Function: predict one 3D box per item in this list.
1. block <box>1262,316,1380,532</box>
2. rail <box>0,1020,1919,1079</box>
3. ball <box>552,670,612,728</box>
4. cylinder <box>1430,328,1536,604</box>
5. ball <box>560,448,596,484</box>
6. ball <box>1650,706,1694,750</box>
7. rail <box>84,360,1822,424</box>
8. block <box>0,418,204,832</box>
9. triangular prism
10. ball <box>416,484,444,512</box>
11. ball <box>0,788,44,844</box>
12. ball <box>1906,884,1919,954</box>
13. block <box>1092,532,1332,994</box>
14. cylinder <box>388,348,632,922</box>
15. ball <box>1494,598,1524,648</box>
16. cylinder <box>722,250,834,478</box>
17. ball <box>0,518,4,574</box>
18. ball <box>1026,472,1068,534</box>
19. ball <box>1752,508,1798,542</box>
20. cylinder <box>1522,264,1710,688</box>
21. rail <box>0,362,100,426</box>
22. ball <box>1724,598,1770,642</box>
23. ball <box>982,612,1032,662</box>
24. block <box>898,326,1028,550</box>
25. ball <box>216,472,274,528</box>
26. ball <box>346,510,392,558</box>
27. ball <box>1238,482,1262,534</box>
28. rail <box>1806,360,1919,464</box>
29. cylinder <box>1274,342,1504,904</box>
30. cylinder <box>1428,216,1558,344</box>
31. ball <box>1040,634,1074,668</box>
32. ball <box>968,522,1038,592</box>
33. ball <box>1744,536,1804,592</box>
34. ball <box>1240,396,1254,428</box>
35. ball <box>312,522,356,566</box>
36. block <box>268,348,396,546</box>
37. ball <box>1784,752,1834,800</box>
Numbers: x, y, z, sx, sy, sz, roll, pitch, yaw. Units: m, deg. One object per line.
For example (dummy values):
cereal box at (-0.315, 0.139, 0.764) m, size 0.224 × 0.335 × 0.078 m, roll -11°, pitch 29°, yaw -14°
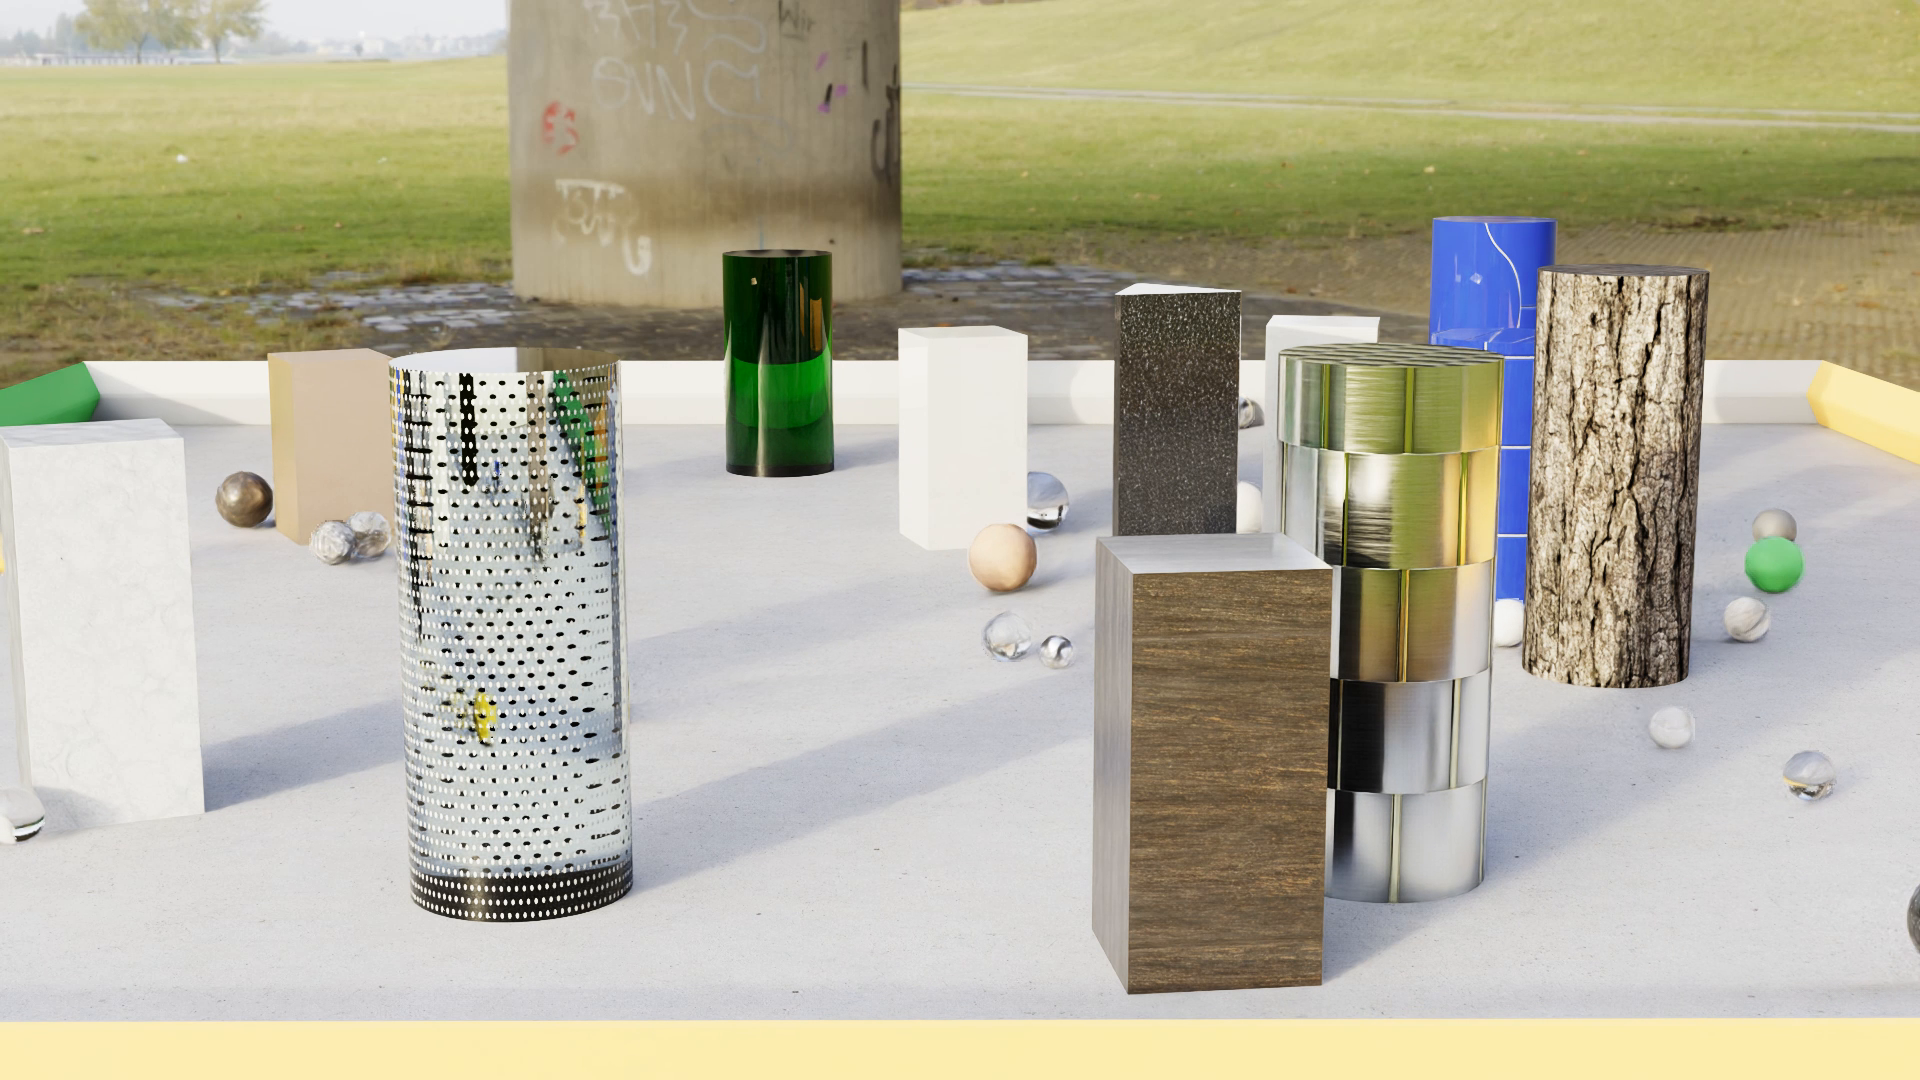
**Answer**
block at (0.533, -0.145, 3.789) m, size 0.158 × 0.357 × 0.158 m, roll 2°, pitch 11°, yaw 10°
rail at (0.010, 0.365, 1.658) m, size 3.562 × 0.128 × 0.045 m, roll 0°, pitch 10°, yaw 0°
ball at (-0.420, 0.176, 2.851) m, size 0.066 × 0.066 × 0.066 m, roll 0°, pitch 10°, yaw 0°
cylinder at (0.728, -0.091, 3.455) m, size 0.198 × 0.371 × 0.198 m, roll 0°, pitch 10°, yaw 0°
ball at (-0.671, -0.130, 4.516) m, size 0.064 × 0.064 × 0.064 m, roll 0°, pitch 10°, yaw 0°
ball at (0.766, 0.203, 2.764) m, size 0.046 × 0.046 × 0.046 m, roll 0°, pitch 10°, yaw 0°
rail at (-0.010, -0.298, 5.239) m, size 3.562 × 0.128 × 0.045 m, roll 0°, pitch 10°, yaw 0°
block at (-0.850, 0.079, 2.534) m, size 0.158 × 0.373 × 0.158 m, roll -5°, pitch 12°, yaw -25°
triangular prism at (0.261, -0.113, 3.392) m, size 0.171 × 0.439 × 0.148 m, roll -3°, pitch 11°, yaw -16°
ball at (-0.873, -0.069, 4.232) m, size 0.047 × 0.047 × 0.047 m, roll 0°, pitch 10°, yaw 0°
ball at (-0.895, 0.261, 2.429) m, size 0.054 × 0.054 × 0.054 m, roll 0°, pitch 10°, yaw 0°
ball at (0.813, 0.308, 2.070) m, size 0.093 × 0.093 × 0.093 m, roll 0°, pitch 10°, yaw 0°
block at (0.201, 0.177, 2.092) m, size 0.158 × 0.341 × 0.158 m, roll -1°, pitch 11°, yaw -7°
cylinder at (-0.393, 0.078, 2.261) m, size 0.198 × 0.475 × 0.198 m, roll 0°, pitch 10°, yaw 0°
ball at (0.695, 0.105, 3.251) m, size 0.061 × 0.061 × 0.061 m, roll 0°, pitch 10°, yaw 0°
cylinder at (-0.328, -0.323, 4.649) m, size 0.198 × 0.393 × 0.198 m, roll 0°, pitch 10°, yaw 0°
ball at (-1.339, 0.008, 3.673) m, size 0.099 × 0.099 × 0.099 m, roll 0°, pitch 10°, yaw 0°
ball at (0.122, -0.059, 4.036) m, size 0.098 × 0.098 × 0.098 m, roll 0°, pitch 10°, yaw 0°
ball at (1.235, -0.015, 3.888) m, size 0.065 × 0.065 × 0.065 m, roll 0°, pitch 10°, yaw 0°
cylinder at (0.787, -0.081, 3.089) m, size 0.198 × 0.487 × 0.198 m, roll 0°, pitch 10°, yaw 0°
rail at (-1.757, 0.035, 3.439) m, size 0.045 × 0.128 × 3.689 m, roll 0°, pitch 10°, yaw 0°
ball at (1.006, 0.101, 3.282) m, size 0.057 × 0.057 × 0.057 m, roll 0°, pitch 10°, yaw 0°
ball at (0.059, 0.120, 3.172) m, size 0.061 × 0.061 × 0.061 m, roll 0°, pitch 10°, yaw 0°
block at (0.004, -0.161, 3.967) m, size 0.158 × 0.323 × 0.158 m, roll -3°, pitch 11°, yaw -17°
ball at (-1.140, -0.064, 4.088) m, size 0.090 × 0.090 × 0.090 m, roll 0°, pitch 10°, yaw 0°
ball at (-0.887, -0.009, 3.837) m, size 0.071 × 0.071 × 0.071 m, roll 0°, pitch 10°, yaw 0°
ball at (0.432, -0.043, 3.960) m, size 0.094 × 0.094 × 0.094 m, roll 0°, pitch 10°, yaw 0°
rail at (1.757, 0.031, 3.459) m, size 0.045 × 0.128 × 3.689 m, roll 0°, pitch 10°, yaw 0°
cylinder at (0.381, 0.069, 2.312) m, size 0.198 × 0.474 × 0.198 m, roll 0°, pitch 10°, yaw 0°
cylinder at (0.862, -0.280, 4.176) m, size 0.198 × 0.481 × 0.198 m, roll 0°, pitch 10°, yaw 0°
ball at (0.118, 0.137, 3.135) m, size 0.041 × 0.041 × 0.041 m, roll 0°, pitch 10°, yaw 0°
ball at (0.060, 0.024, 3.591) m, size 0.097 × 0.097 × 0.097 m, roll 0°, pitch 10°, yaw 0°
ball at (1.137, 0.034, 3.585) m, size 0.079 × 0.079 × 0.079 m, roll 0°, pitch 10°, yaw 0°
ball at (0.562, -0.260, 5.206) m, size 0.066 × 0.066 × 0.066 m, roll 0°, pitch 10°, yaw 0°
ball at (-0.923, 0.005, 3.781) m, size 0.065 × 0.065 × 0.065 m, roll 0°, pitch 10°, yaw 0°
block at (-0.979, -0.148, 4.014) m, size 0.158 × 0.281 × 0.158 m, roll -5°, pitch 12°, yaw -27°
ball at (0.851, 0.237, 2.573) m, size 0.049 × 0.049 × 0.049 m, roll 0°, pitch 10°, yaw 0°
